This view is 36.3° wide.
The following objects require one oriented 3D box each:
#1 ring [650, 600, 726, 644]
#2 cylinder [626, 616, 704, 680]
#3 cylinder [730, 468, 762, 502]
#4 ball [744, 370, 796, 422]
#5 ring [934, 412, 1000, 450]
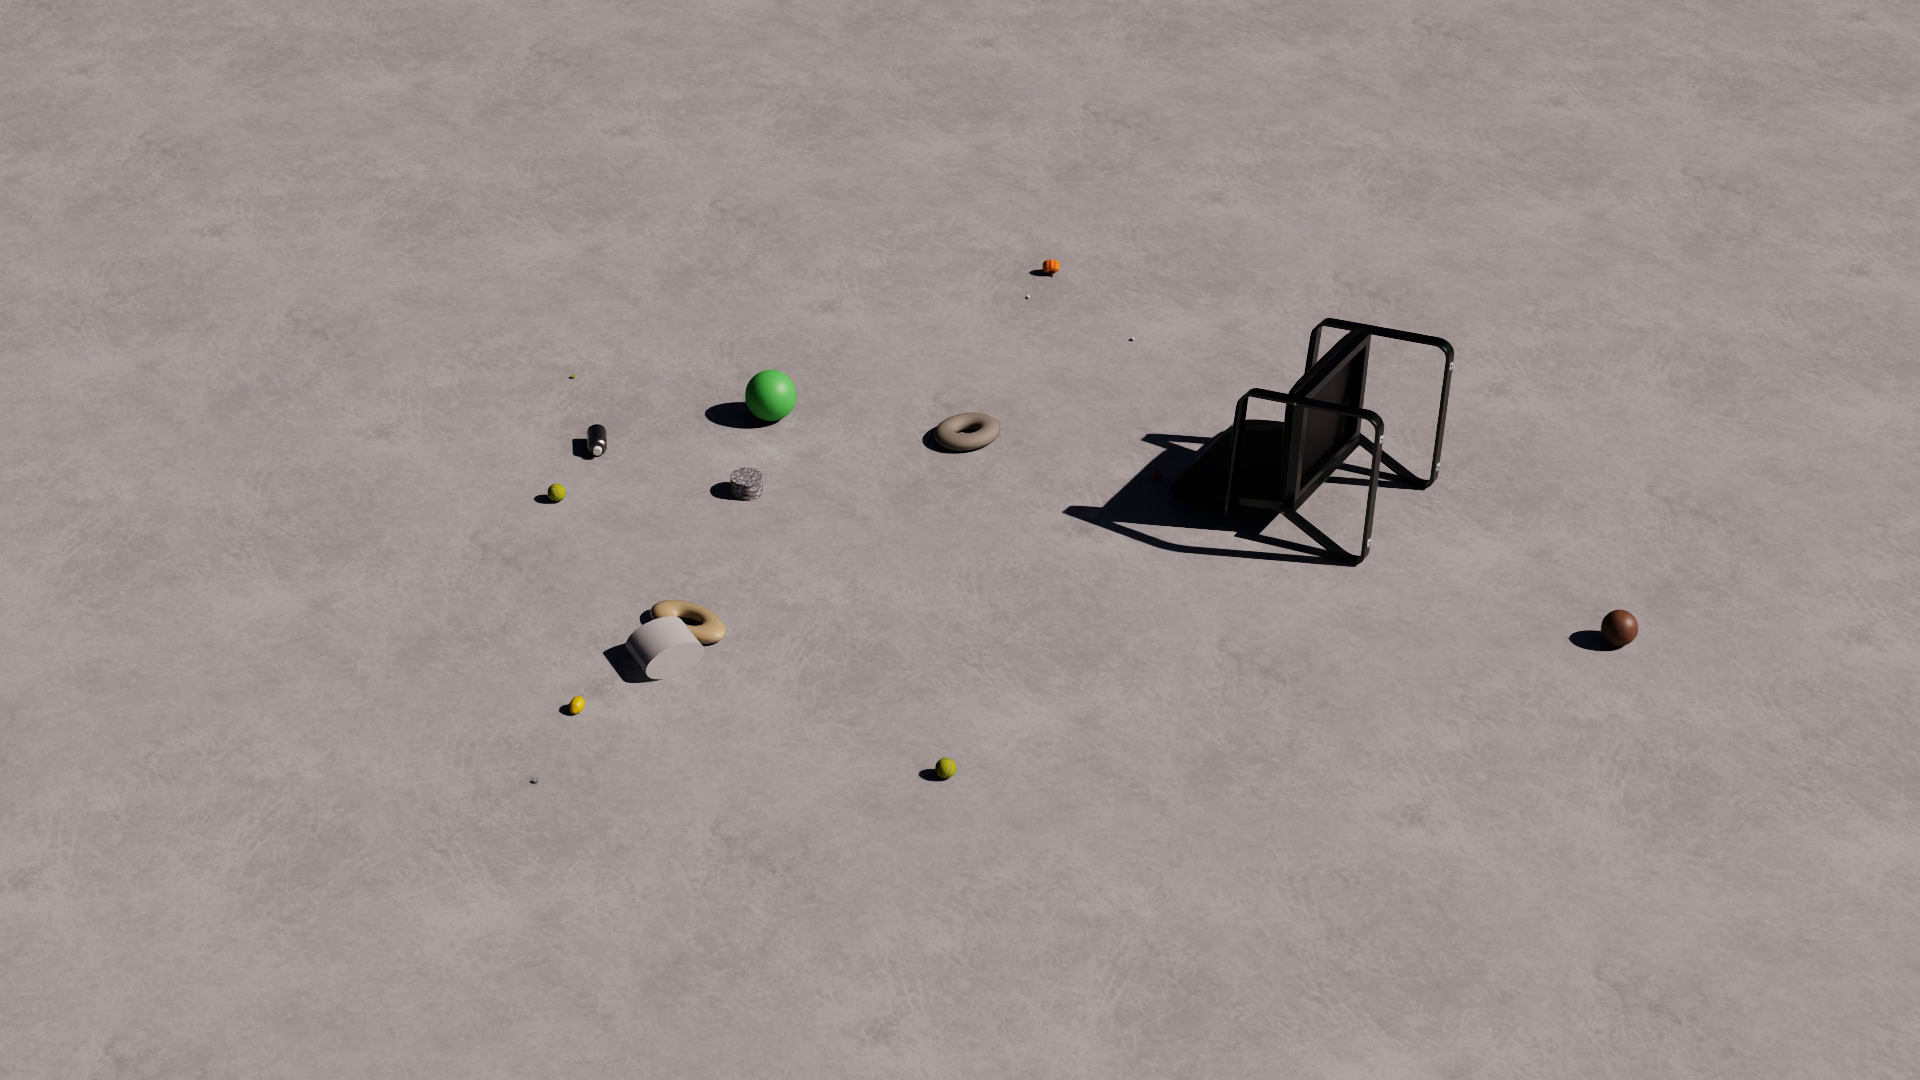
[{"bbox_3d":[-0.969,0.291,10.453,0.322,0.056,0.181,22,40,29],"label":"ring"},{"bbox_3d":[-1.032,0.377,10.256,0.223,0.127,0.179,-23,39,-19],"label":"cylinder"},{"bbox_3d":[-0.815,-0.213,11.200,0.122,0.074,0.126,-16,37,-23],"label":"cylinder"},{"bbox_3d":[-0.750,-0.573,11.628,0.205,0.205,0.205,0,33,0],"label":"ball"},{"bbox_3d":[0.028,-0.426,11.536,0.279,0.062,0.228,-21,38,-30],"label":"ring"}]
